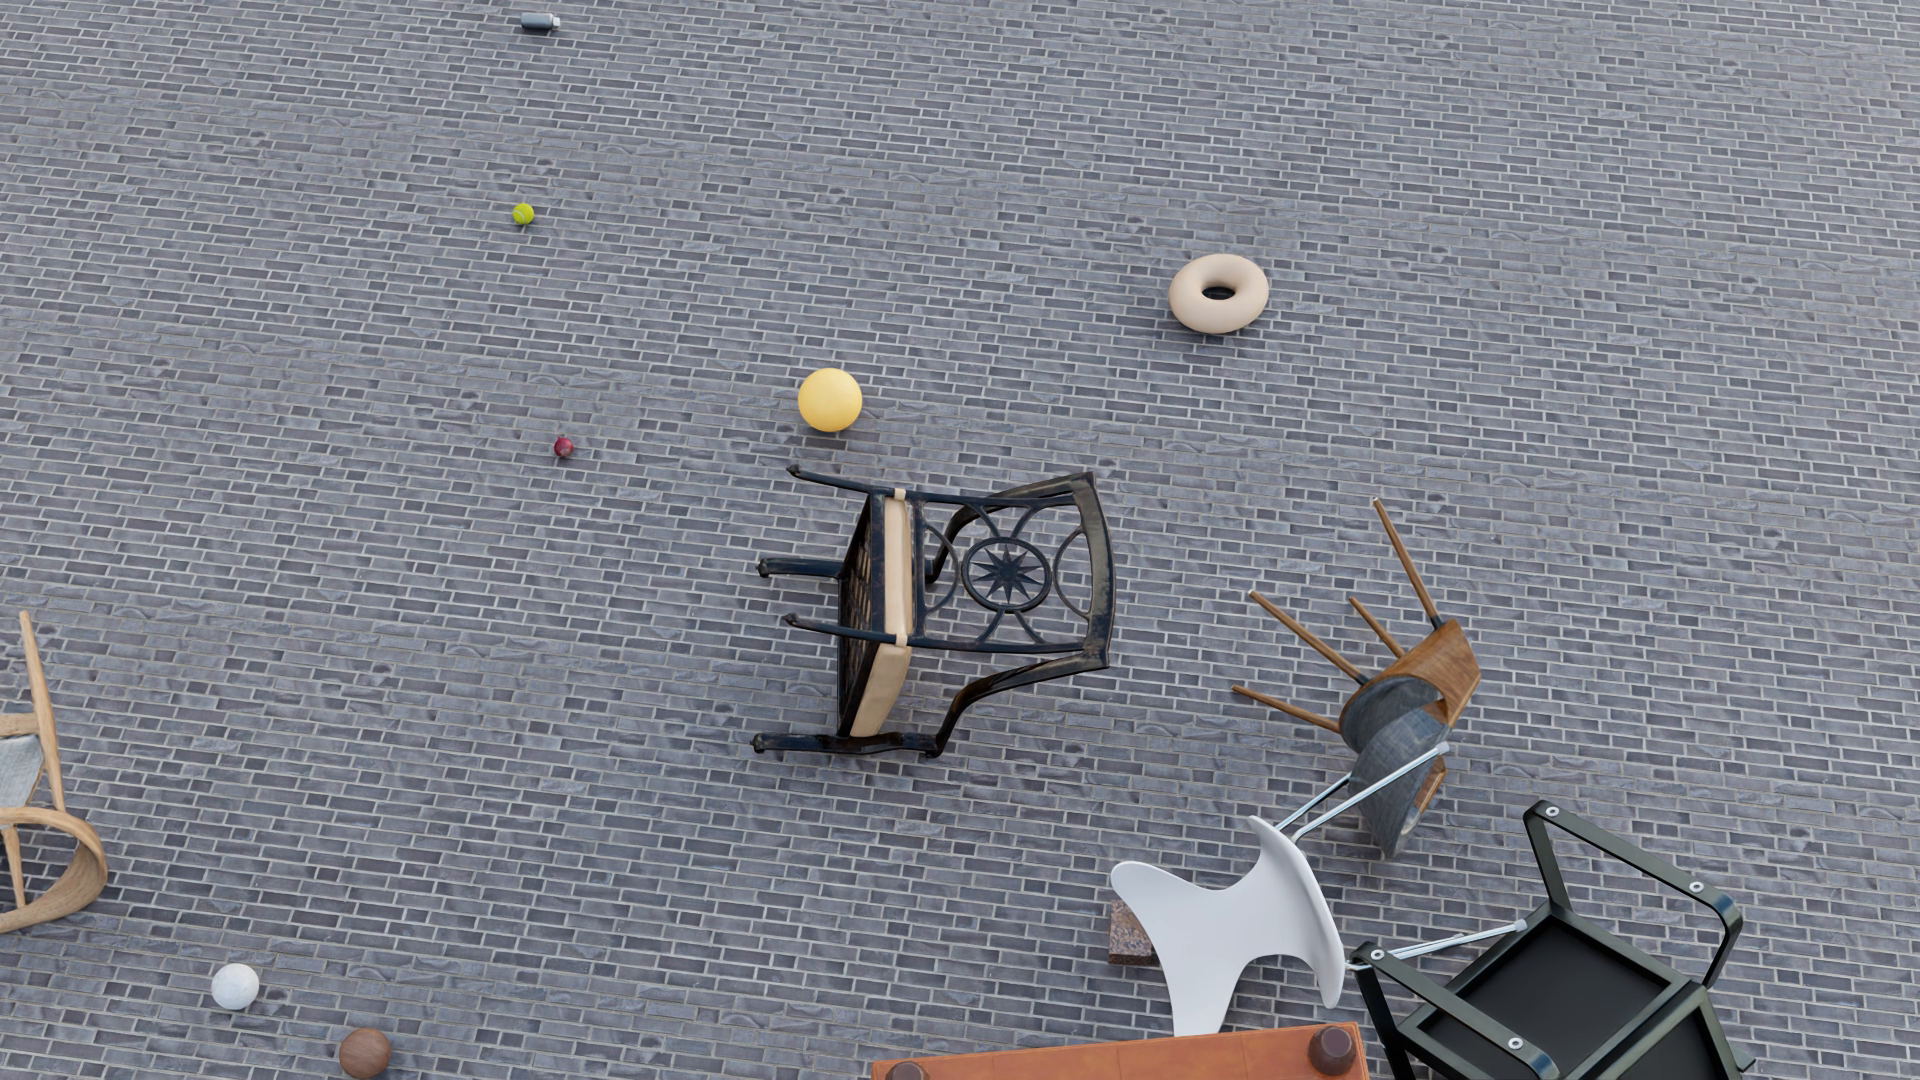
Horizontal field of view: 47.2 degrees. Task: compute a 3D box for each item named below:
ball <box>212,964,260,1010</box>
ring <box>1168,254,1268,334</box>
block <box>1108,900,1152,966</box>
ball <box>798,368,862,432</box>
[{"bbox_3d":[-1.886,1.162,5.722,0.119,0.119,0.119,0,56,0],"label":"ball"},{"bbox_3d":[0.827,-0.789,7.036,0.333,0.114,0.288,-23,58,-16],"label":"ring"},{"bbox_3d":[0.452,1.043,5.833,0.109,0.069,0.154,4,56,3],"label":"block"},{"bbox_3d":[-0.399,-0.429,6.743,0.197,0.197,0.197,0,56,0],"label":"ball"}]
